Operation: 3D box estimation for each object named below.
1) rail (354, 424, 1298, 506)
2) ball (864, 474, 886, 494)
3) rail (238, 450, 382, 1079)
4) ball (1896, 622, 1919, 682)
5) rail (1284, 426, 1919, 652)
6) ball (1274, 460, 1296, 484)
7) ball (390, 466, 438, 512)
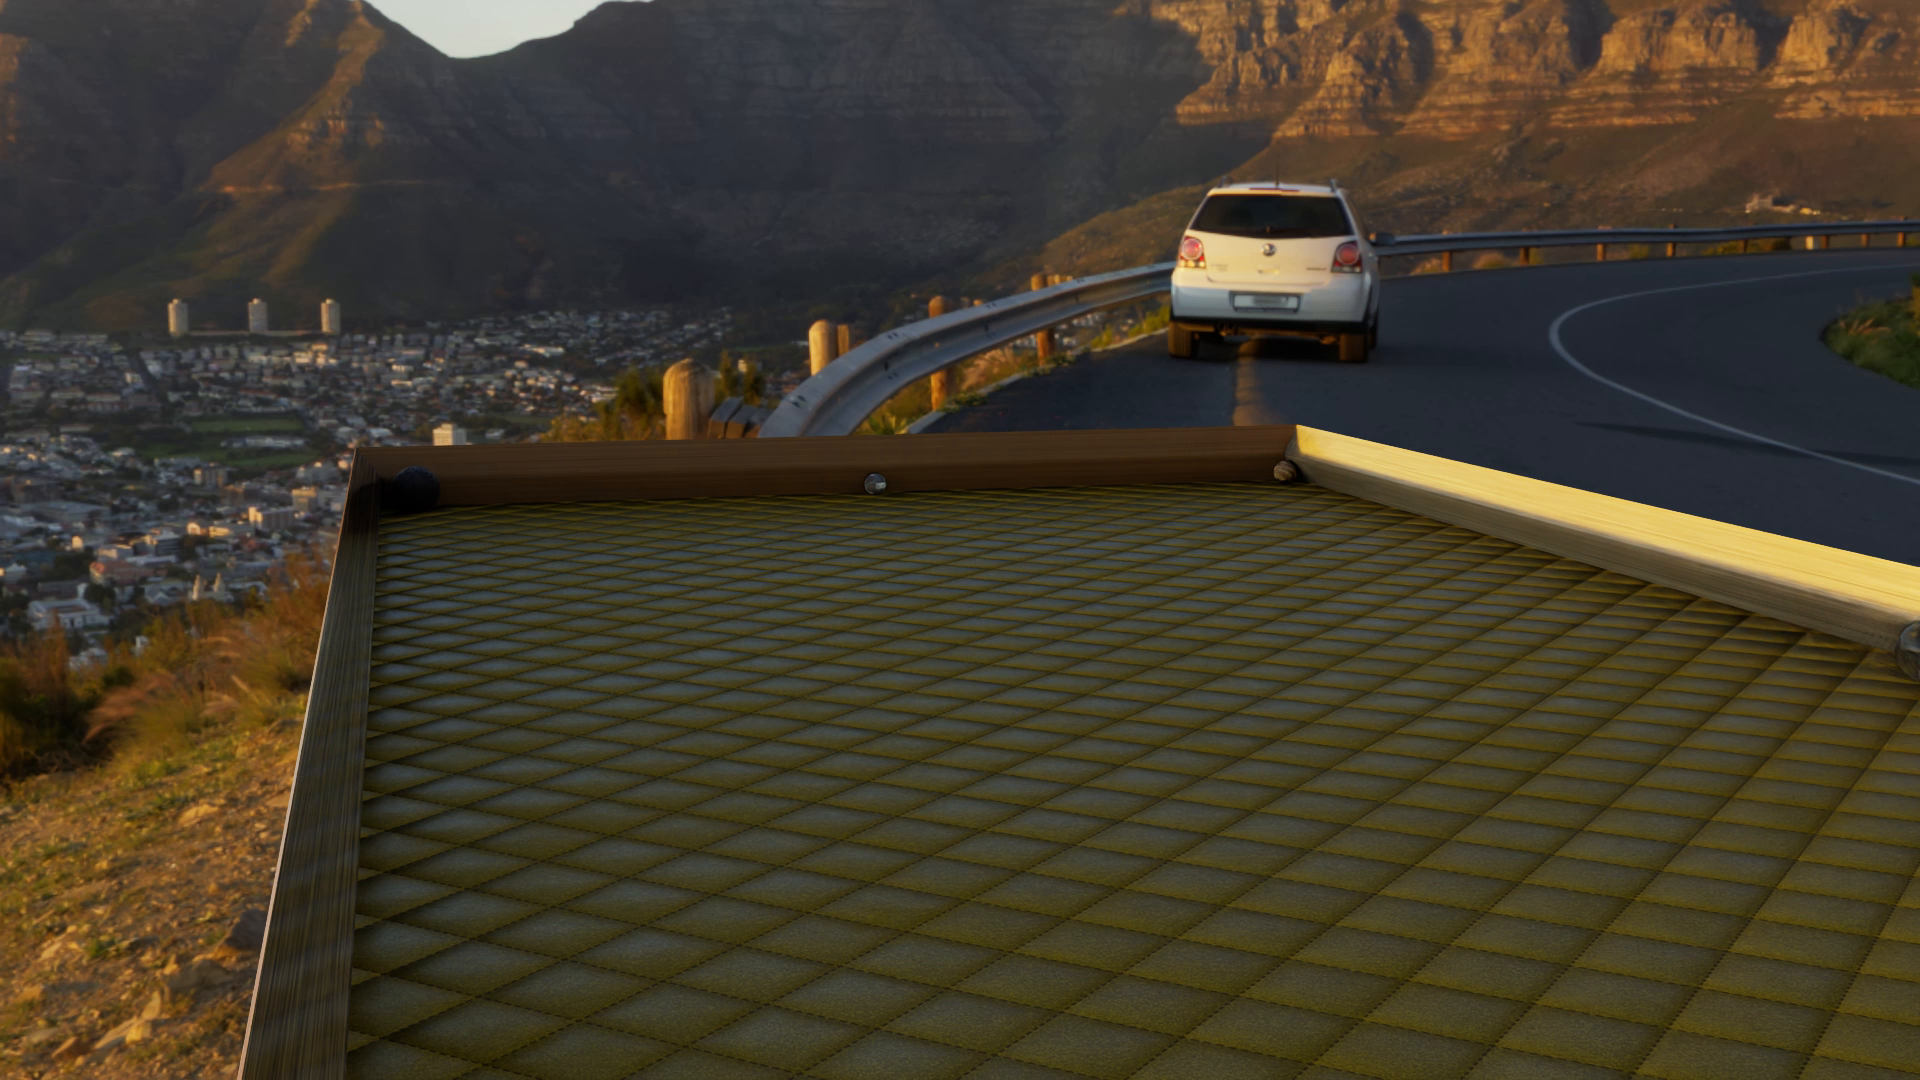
[{"bbox_3d":[-0.203,-0.143,4.202,1.837,0.109,0.045,-2,9,-14],"label":"rail"},{"bbox_3d":[-0.162,-0.107,4.192,0.042,0.042,0.042,0,8,0],"label":"ball"},{"bbox_3d":[-0.659,0.125,2.374,0.045,0.109,3.406,-2,9,-14],"label":"rail"},{"bbox_3d":[1.100,0.127,2.496,0.072,0.072,0.072,0,8,0],"label":"ball"},{"bbox_3d":[1.076,0.061,2.808,0.045,0.109,3.406,-2,9,-14],"label":"rail"},{"bbox_3d":[0.647,-0.136,4.379,0.046,0.046,0.046,0,8,0],"label":"ball"},{"bbox_3d":[-0.978,-0.092,3.945,0.084,0.084,0.084,0,8,0],"label":"ball"}]
